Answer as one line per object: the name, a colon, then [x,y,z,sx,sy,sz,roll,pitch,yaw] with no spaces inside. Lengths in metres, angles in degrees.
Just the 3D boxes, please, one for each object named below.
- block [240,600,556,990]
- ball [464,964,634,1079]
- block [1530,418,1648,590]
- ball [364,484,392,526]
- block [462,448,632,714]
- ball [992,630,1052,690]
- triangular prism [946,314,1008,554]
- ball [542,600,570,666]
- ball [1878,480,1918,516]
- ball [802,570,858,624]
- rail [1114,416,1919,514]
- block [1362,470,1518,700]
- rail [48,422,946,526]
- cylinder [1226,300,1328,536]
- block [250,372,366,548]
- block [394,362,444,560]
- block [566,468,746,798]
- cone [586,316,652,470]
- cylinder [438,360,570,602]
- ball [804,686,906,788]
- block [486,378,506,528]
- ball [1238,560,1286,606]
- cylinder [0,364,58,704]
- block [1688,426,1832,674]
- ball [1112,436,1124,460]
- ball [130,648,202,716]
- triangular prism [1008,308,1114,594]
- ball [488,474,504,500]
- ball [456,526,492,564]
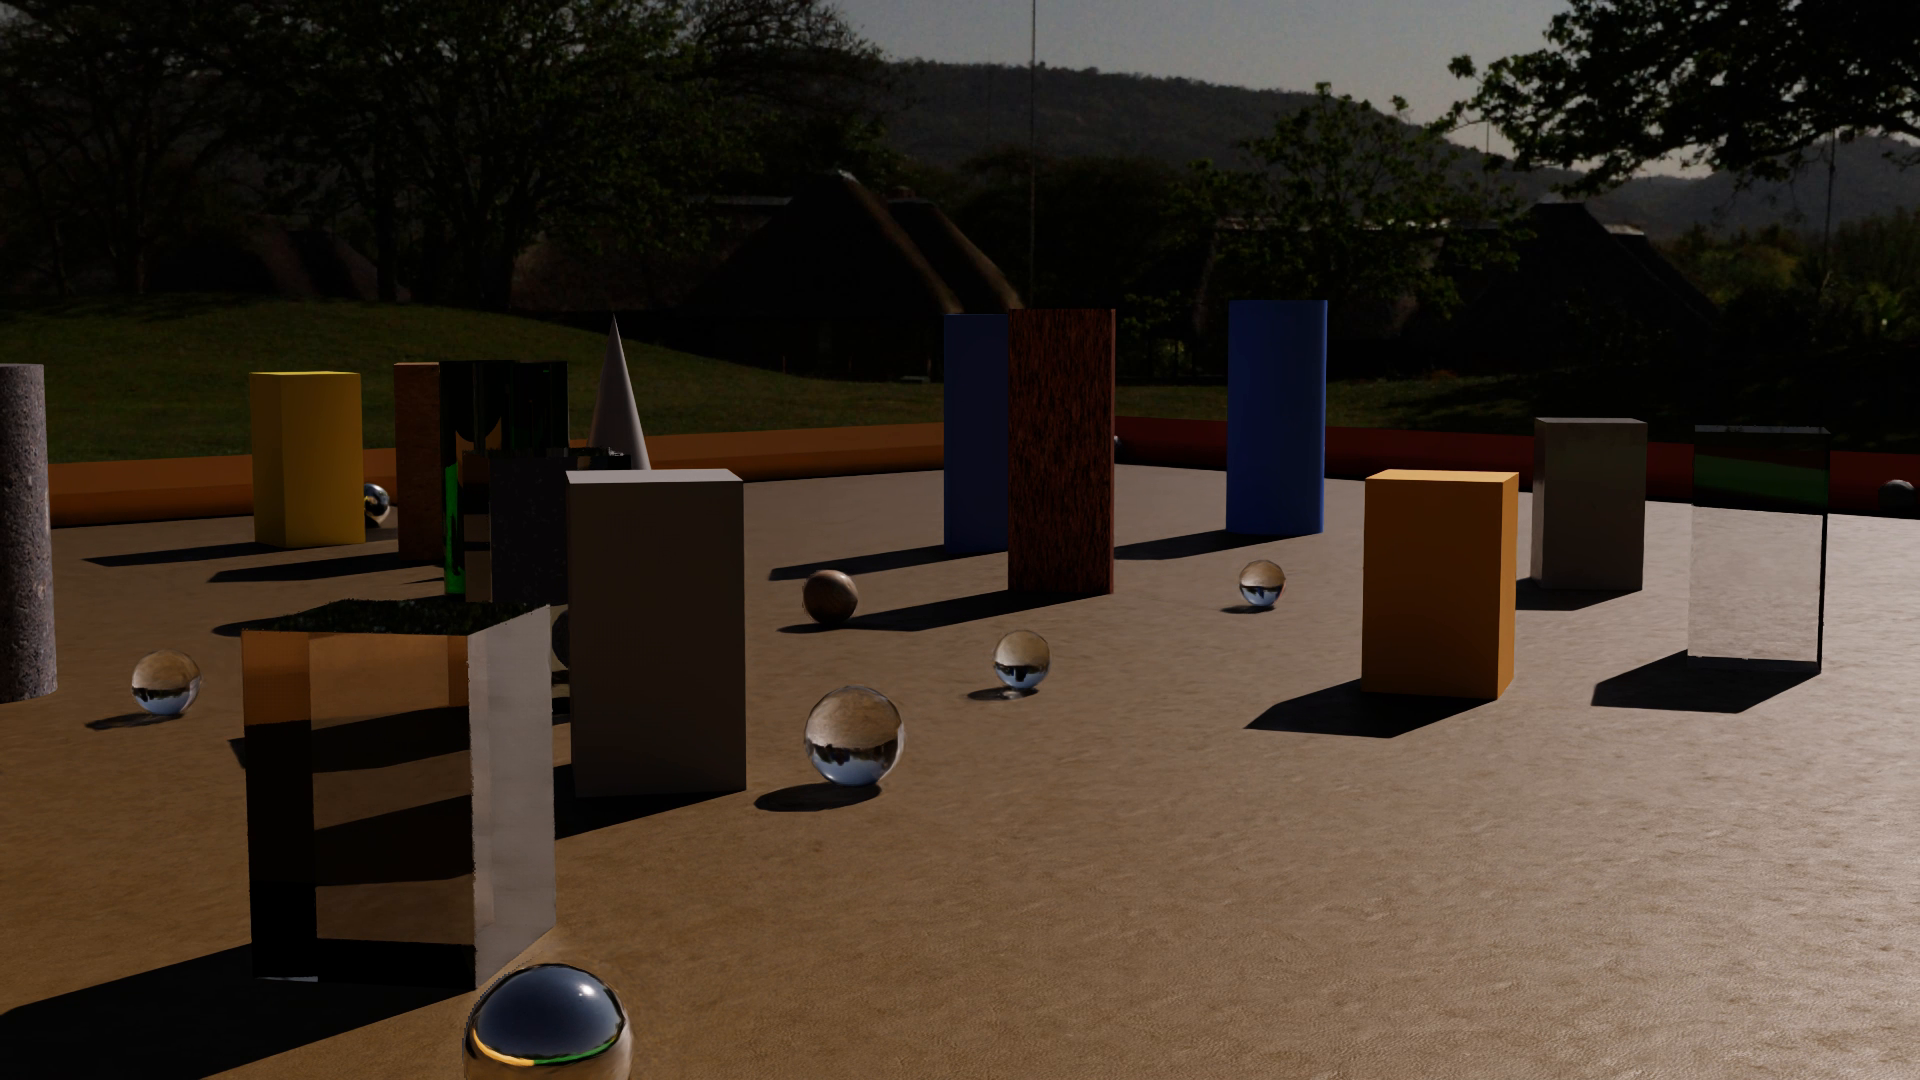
block: [-0.383,0.169,1.521,0.156,0.235,0.156,1,6,9]
ball: [-0.223,0.276,1.192,0.091,0.091,0.091,0,6,0]
block: [1.021,-0.062,3.578,0.156,0.266,0.156,1,6,8]
ball: [-1.218,-0.072,4.530,0.089,0.089,0.089,0,6,0]
block: [-0.467,0.043,2.488,0.156,0.284,0.156,-3,6,-23]
ball: [0.073,0.141,2.589,0.070,0.070,0.070,0,6,0]
triangular prism: [0.012,-0.203,4.110,0.169,0.436,0.147,-4,7,-33]
ball: [-0.481,0.116,2.753,0.085,0.085,0.085,0,6,0]
ball: [2.035,-0.092,4.770,0.078,0.078,0.078,0,6,0]
ball: [-0.184,0.081,3.118,0.078,0.078,0.078,0,6,0]
rail: [1.858,-0.145,5.037,0.045,0.127,4.314,-5,8,-42]
block: [0.570,0.048,2.607,0.156,0.250,0.156,2,6,20]
rail: [-1.447,-0.130,4.891,5.105,0.127,0.045,-5,8,-42]
cylinder: [0.636,-0.249,4.423,0.195,0.463,0.195,0,6,0]
block: [-1.249,-0.157,4.207,0.156,0.324,0.156,-5,8,-38]
block: [-0.939,-0.146,3.992,0.156,0.348,0.156,-1,6,-11]
block: [-0.291,0.083,2.091,0.156,0.289,0.156,-1,6,-11]
cone: [-0.619,-0.188,3.952,0.195,0.440,0.195,0,6,0]
cylinder: [-0.704,-0.094,3.408,0.195,0.365,0.195,0,6,0]
ball: [-0.099,0.184,2.056,0.095,0.095,0.095,0,6,0]
block: [-1.040,-0.178,4.502,0.156,0.306,0.156,-5,8,-41]
ball: [0.455,0.065,3.308,0.071,0.071,0.071,0,6,0]
cylinder: [-1.157,-0.011,2.542,0.195,0.381,0.195,0,6,0]
block: [1.008,0.007,2.784,0.156,0.295,0.156,2,6,18]
ball: [0.442,-0.272,6.484,0.079,0.079,0.079,0,6,0]
ball: [-0.874,0.156,2.422,0.073,0.073,0.073,0,6,0]
triangular prism: [0.178,-0.147,3.531,0.169,0.446,0.147,2,6,16]
ball: [-1.102,-0.124,5.159,0.061,0.061,0.061,0,6,0]
ball: [-0.857,0.008,3.877,0.065,0.065,0.065,0,6,0]
